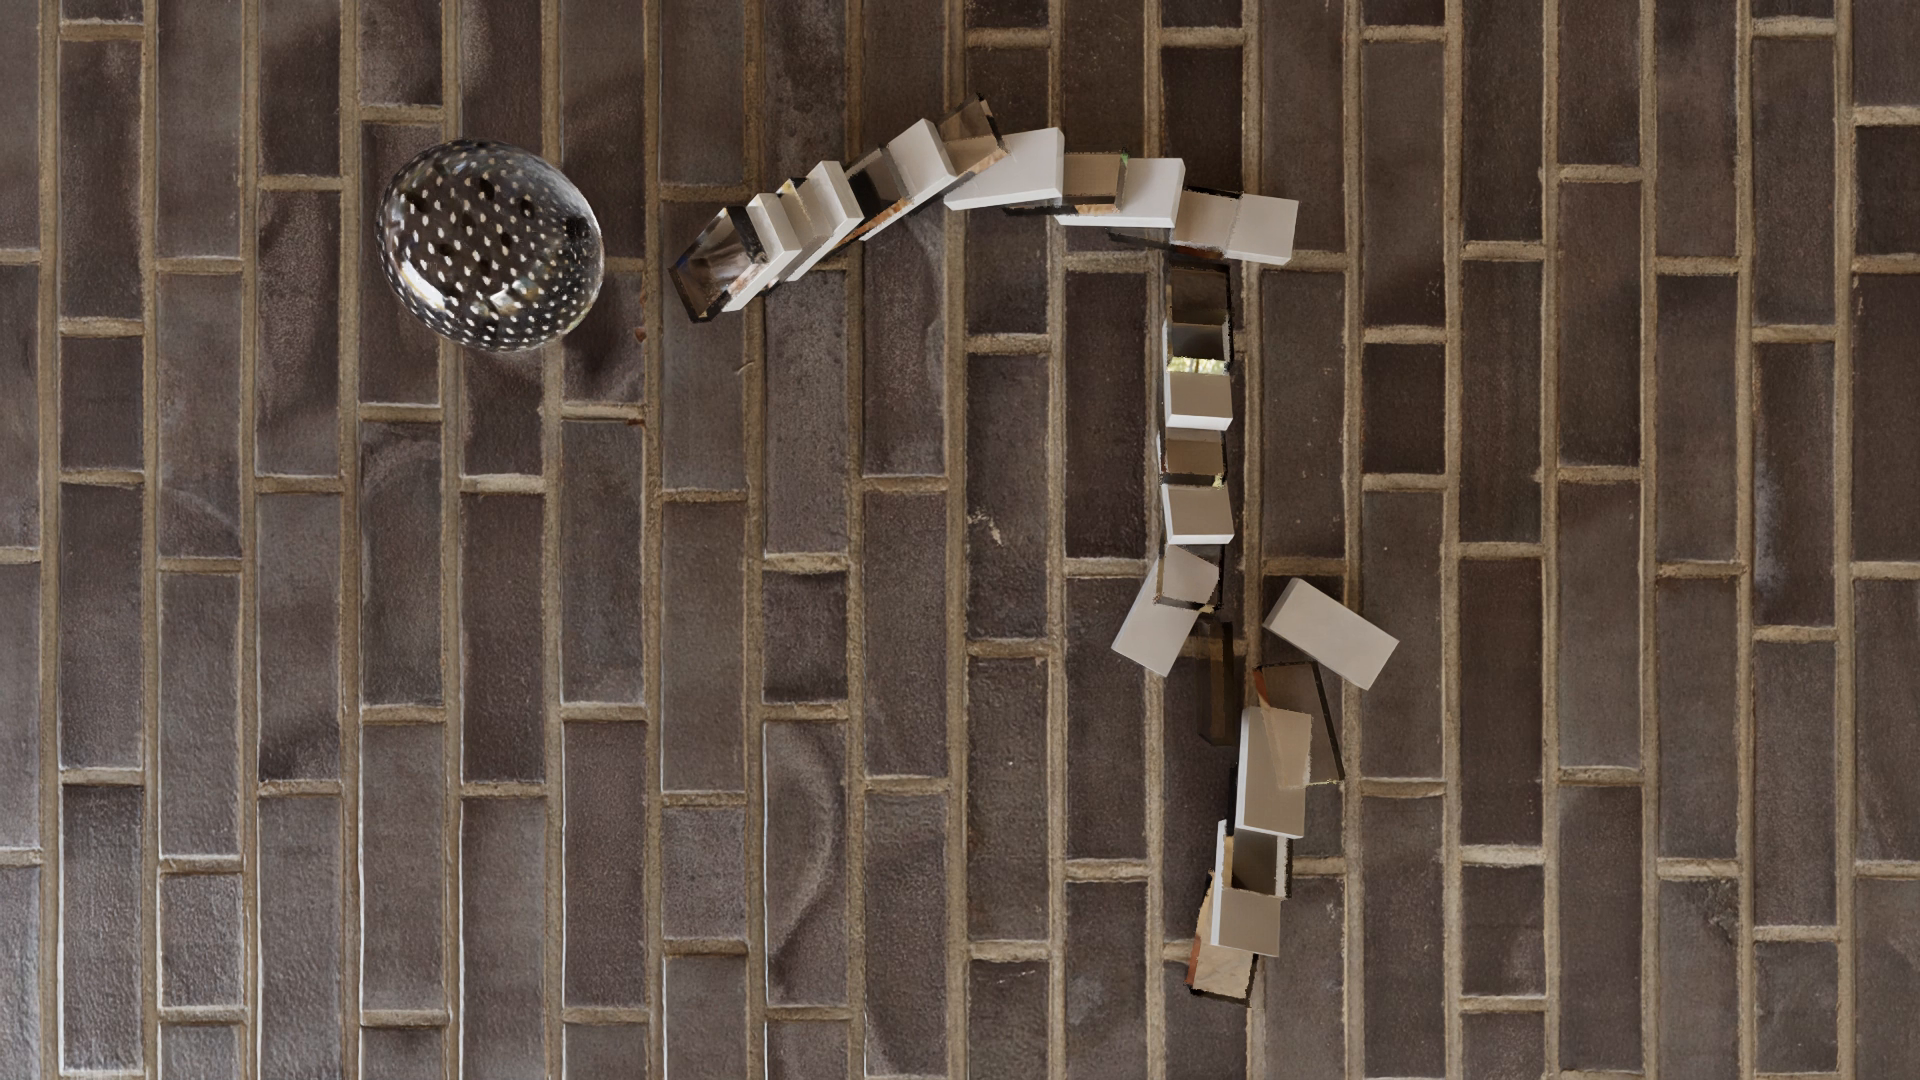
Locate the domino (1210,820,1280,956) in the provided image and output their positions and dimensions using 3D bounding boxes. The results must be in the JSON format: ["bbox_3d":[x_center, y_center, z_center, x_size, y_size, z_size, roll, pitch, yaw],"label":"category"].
[{"bbox_3d":[0.121,0.146,0.386,0.025,0.010,0.050,11,67,0],"label":"domino"}]

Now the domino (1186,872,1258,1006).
[{"bbox_3d":[0.116,0.171,0.395,0.025,0.009,0.050,11,90,0],"label":"domino"}]

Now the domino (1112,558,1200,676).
[{"bbox_3d":[0.088,0.031,0.395,0.025,0.009,0.050,27,90,0],"label":"domino"}]

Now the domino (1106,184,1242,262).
[{"bbox_3d":[0.090,-0.136,0.386,0.050,0.009,0.025,18,92,21],"label":"domino"}]

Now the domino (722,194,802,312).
[{"bbox_3d":[-0.088,-0.118,0.380,0.050,0.010,0.025,-25,90,43],"label":"domino"}]

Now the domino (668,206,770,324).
[{"bbox_3d":[-0.101,-0.113,0.380,0.050,0.010,0.025,-25,90,43],"label":"domino"}]

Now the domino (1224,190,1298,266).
[{"bbox_3d":[0.118,-0.136,0.395,0.050,0.009,0.025,8,90,0],"label":"domino"}]

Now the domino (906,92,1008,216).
[{"bbox_3d":[-0.007,-0.161,0.384,0.050,0.010,0.025,-24,87,27],"label":"domino"}]

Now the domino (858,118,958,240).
[{"bbox_3d":[-0.028,-0.150,0.384,0.050,0.009,0.025,-24,90,27],"label":"domino"}]

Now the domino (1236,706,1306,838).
[{"bbox_3d":[0.131,0.097,0.386,0.025,0.010,0.050,11,67,0],"label":"domino"}]

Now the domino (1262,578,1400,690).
[{"bbox_3d":[0.160,0.040,0.395,0.050,0.009,0.025,32,90,0],"label":"domino"}]

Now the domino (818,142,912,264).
[{"bbox_3d":[-0.047,-0.141,0.384,0.050,0.010,0.025,-25,90,27],"label":"domino"}]

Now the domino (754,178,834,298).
[{"bbox_3d":[-0.075,-0.124,0.380,0.050,0.010,0.025,-25,90,43],"label":"domino"}]

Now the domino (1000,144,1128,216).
[{"bbox_3d":[0.043,-0.151,0.385,0.050,0.009,0.025,7,89,24],"label":"domino"}]

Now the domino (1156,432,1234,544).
[{"bbox_3d":[0.098,-0.023,0.386,0.025,0.009,0.050,-1,67,-1],"label":"domino"}]

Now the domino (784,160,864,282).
[{"bbox_3d":[-0.063,-0.131,0.380,0.050,0.010,0.025,-25,90,43],"label":"domino"}]

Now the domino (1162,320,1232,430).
[{"bbox_3d":[0.099,-0.071,0.385,0.025,0.010,0.050,4,66,0],"label":"domino"}]

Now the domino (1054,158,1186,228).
[{"bbox_3d":[0.067,-0.146,0.385,0.050,0.010,0.025,10,89,24],"label":"domino"}]

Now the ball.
[{"bbox_3d":[-0.182,-0.114,0.360,0.080,0.080,0.080,0,90,0],"label":"ball"}]

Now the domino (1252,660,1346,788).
[{"bbox_3d":[0.142,0.077,0.385,0.025,0.009,0.050,-4,68,-6],"label":"domino"}]

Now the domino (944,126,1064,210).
[{"bbox_3d":[0.018,-0.156,0.386,0.050,0.009,0.025,2,90,24],"label":"domino"}]

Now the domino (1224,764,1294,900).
[{"bbox_3d":[0.126,0.122,0.386,0.025,0.009,0.050,11,67,0],"label":"domino"}]

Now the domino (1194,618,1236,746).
[{"bbox_3d":[0.108,0.059,0.388,0.009,0.025,0.050,-1,90,0],"label":"domino"}]

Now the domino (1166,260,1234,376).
[{"bbox_3d":[0.100,-0.094,0.385,0.025,0.009,0.050,5,66,0],"label":"domino"}]

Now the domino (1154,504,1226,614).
[{"bbox_3d":[0.098,0.004,0.386,0.025,0.009,0.050,10,67,-1],"label":"domino"}]

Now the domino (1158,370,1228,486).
[{"bbox_3d":[0.097,-0.047,0.385,0.025,0.010,0.050,3,66,0],"label":"domino"}]
